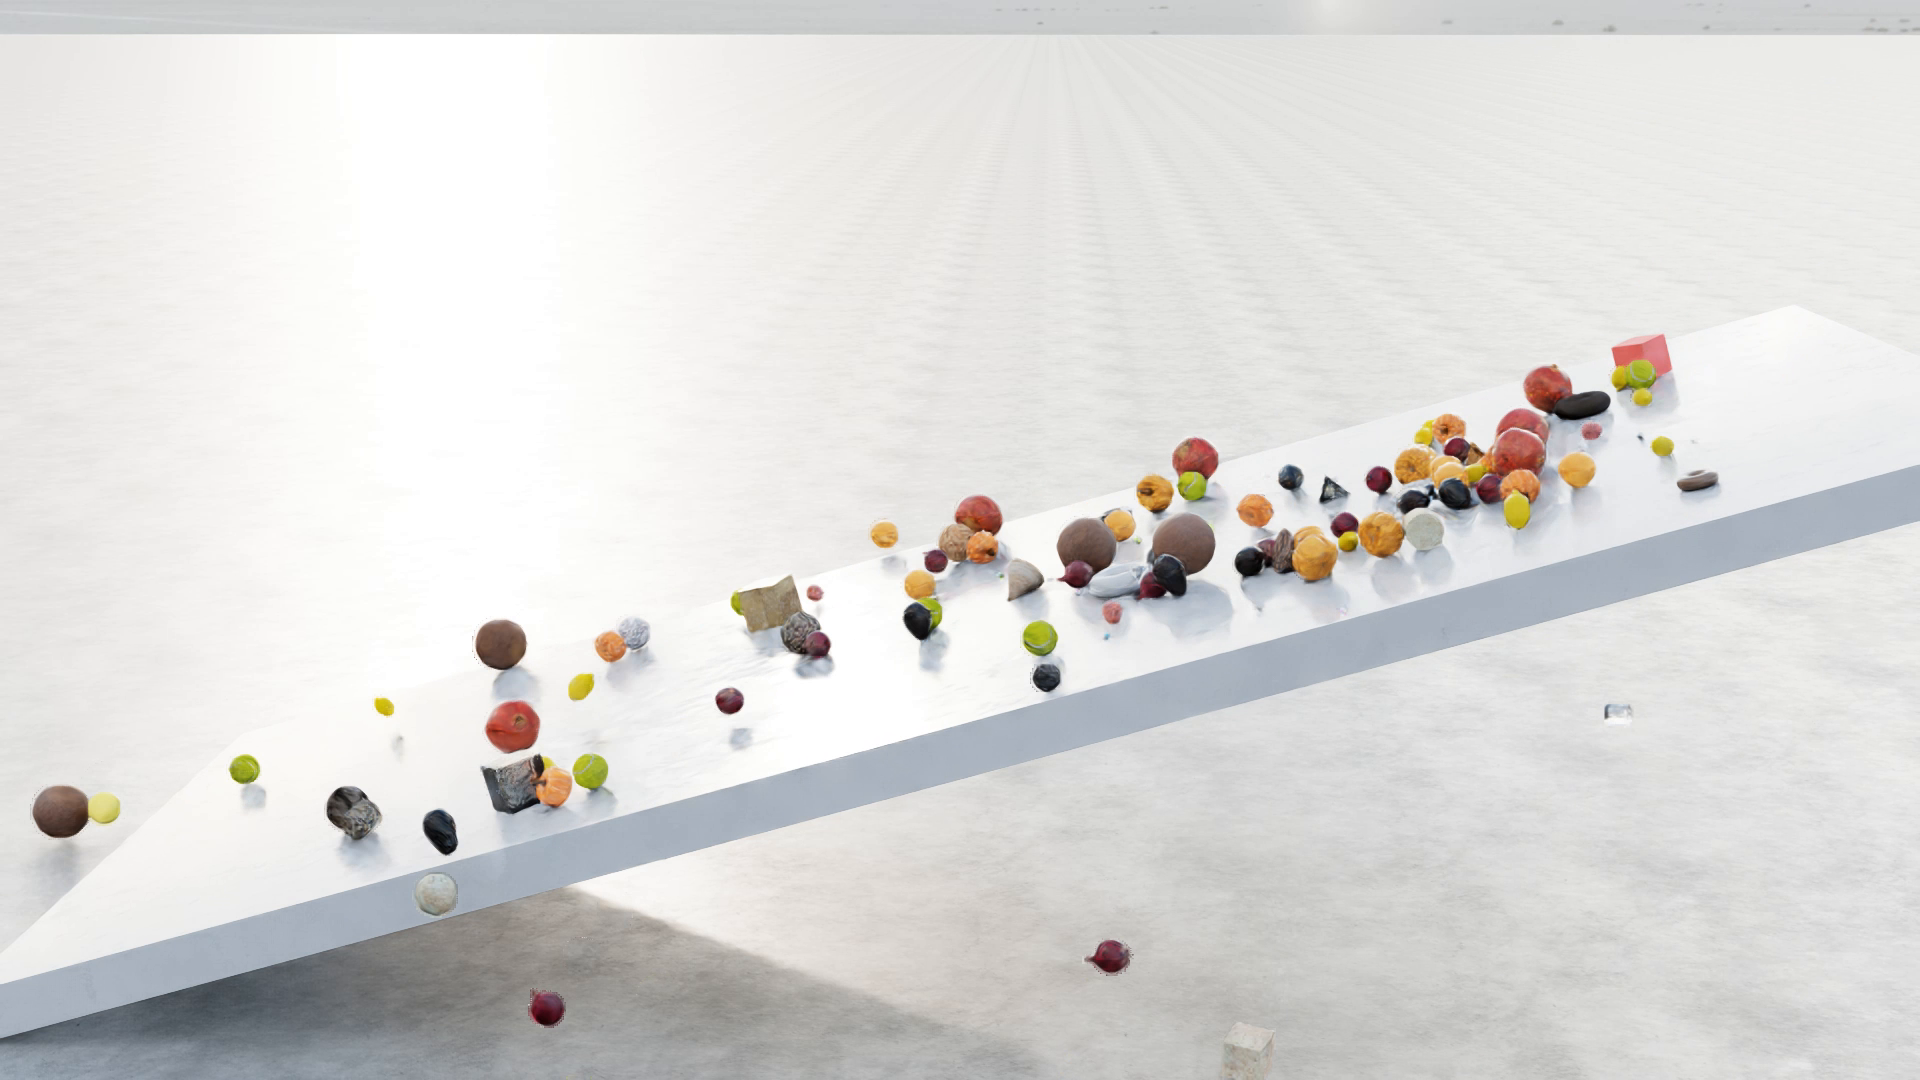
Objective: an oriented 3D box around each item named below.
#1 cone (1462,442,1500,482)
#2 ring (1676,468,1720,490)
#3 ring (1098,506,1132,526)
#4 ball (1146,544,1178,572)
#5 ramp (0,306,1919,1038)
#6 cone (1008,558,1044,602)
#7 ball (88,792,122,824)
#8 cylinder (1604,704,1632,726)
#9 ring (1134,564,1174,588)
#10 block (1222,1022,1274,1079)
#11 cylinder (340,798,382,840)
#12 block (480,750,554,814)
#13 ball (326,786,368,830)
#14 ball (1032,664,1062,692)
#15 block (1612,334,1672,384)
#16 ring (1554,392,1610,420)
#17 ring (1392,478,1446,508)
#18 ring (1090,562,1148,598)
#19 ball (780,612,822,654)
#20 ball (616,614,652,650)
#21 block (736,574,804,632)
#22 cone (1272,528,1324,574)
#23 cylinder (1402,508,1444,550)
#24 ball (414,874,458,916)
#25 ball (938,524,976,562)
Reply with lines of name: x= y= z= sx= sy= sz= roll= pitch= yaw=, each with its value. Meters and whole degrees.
cone: x=1.086 y=-0.172 z=6.185 sx=0.079 sy=0.079 sz=0.079 roll=-16 pitch=10 yaw=3
ring: x=1.384 y=-0.113 z=5.515 sx=0.080 sy=0.027 sz=0.080 roll=-15 pitch=8 yaw=2
ring: x=0.362 y=-0.055 z=6.867 sx=0.087 sy=0.029 sz=0.087 roll=-17 pitch=8 yaw=3
ball: x=0.419 y=0.040 z=6.112 sx=0.068 sy=0.068 sz=0.068 roll=0 pitch=10 yaw=0
ramp: x=0.087 y=0.188 z=6.323 sx=4.000 sy=0.100 sz=2.000 roll=-15 pitch=10 yaw=5
cone: x=0.122 y=0.103 z=6.329 sx=0.089 sy=0.089 sz=0.089 roll=8 pitch=50 yaw=35
ball: x=-1.976 y=0.619 z=6.793 sx=0.075 sy=0.075 sz=0.075 roll=0 pitch=10 yaw=0
cylinder: x=1.770 y=0.471 z=7.914 sx=0.059 sy=0.059 sz=0.059 roll=0 pitch=9 yaw=31
ring: x=0.395 y=0.072 z=6.001 sx=0.088 sy=0.029 sz=0.088 roll=17 pitch=13 yaw=-4
block: x=0.512 y=0.914 z=5.235 sx=0.071 sy=0.071 sz=0.071 roll=11 pitch=27 yaw=22
cylinder: x=-1.185 y=0.553 z=5.820 sx=0.059 sy=0.059 sz=0.059 roll=7 pitch=37 yaw=34
block: x=-0.860 y=0.469 z=5.713 sx=0.092 sy=0.092 sz=0.092 roll=-21 pitch=11 yaw=-28
ball: x=-1.235 y=0.540 z=5.936 sx=0.089 sy=0.089 sz=0.089 roll=0 pitch=10 yaw=0
ball: x=0.159 y=0.251 z=5.387 sx=0.052 sy=0.052 sz=0.052 roll=0 pitch=10 yaw=0
block: x=1.567 y=-0.417 z=6.757 sx=0.087 sy=0.087 sz=0.087 roll=-23 pitch=12 yaw=-37
ring: x=1.383 y=-0.299 z=6.533 sx=0.125 sy=0.042 sz=0.125 roll=-15 pitch=9 yaw=2
ring: x=0.953 y=-0.098 z=6.110 sx=0.113 sy=0.038 sz=0.113 roll=-16 pitch=9 yaw=3
ring: x=0.335 y=0.082 z=6.079 sx=0.137 sy=0.046 sz=0.137 roll=-15 pitch=11 yaw=3
ball: x=-0.343 y=0.202 z=6.383 sx=0.091 sy=0.091 sz=0.091 roll=0 pitch=10 yaw=0
ball: x=-0.779 y=0.220 z=7.025 sx=0.083 sy=0.083 sz=0.083 roll=0 pitch=10 yaw=0
block: x=-0.441 y=0.146 z=6.842 sx=0.099 sy=0.099 sz=0.099 roll=-11 pitch=11 yaw=26
cone: x=0.680 y=0.028 z=5.833 sx=0.091 sy=0.091 sz=0.091 roll=9 pitch=8 yaw=-17
cylinder: x=0.892 y=-0.021 z=5.665 sx=0.072 sy=0.072 sz=0.072 roll=0 pitch=10 yaw=2
ball: x=-0.953 y=0.644 z=5.351 sx=0.076 sy=0.076 sz=0.076 roll=0 pitch=10 yaw=0
ball: x=-0.005 y=0.006 z=6.943 sx=0.090 sy=0.090 sz=0.090 roll=0 pitch=10 yaw=0
